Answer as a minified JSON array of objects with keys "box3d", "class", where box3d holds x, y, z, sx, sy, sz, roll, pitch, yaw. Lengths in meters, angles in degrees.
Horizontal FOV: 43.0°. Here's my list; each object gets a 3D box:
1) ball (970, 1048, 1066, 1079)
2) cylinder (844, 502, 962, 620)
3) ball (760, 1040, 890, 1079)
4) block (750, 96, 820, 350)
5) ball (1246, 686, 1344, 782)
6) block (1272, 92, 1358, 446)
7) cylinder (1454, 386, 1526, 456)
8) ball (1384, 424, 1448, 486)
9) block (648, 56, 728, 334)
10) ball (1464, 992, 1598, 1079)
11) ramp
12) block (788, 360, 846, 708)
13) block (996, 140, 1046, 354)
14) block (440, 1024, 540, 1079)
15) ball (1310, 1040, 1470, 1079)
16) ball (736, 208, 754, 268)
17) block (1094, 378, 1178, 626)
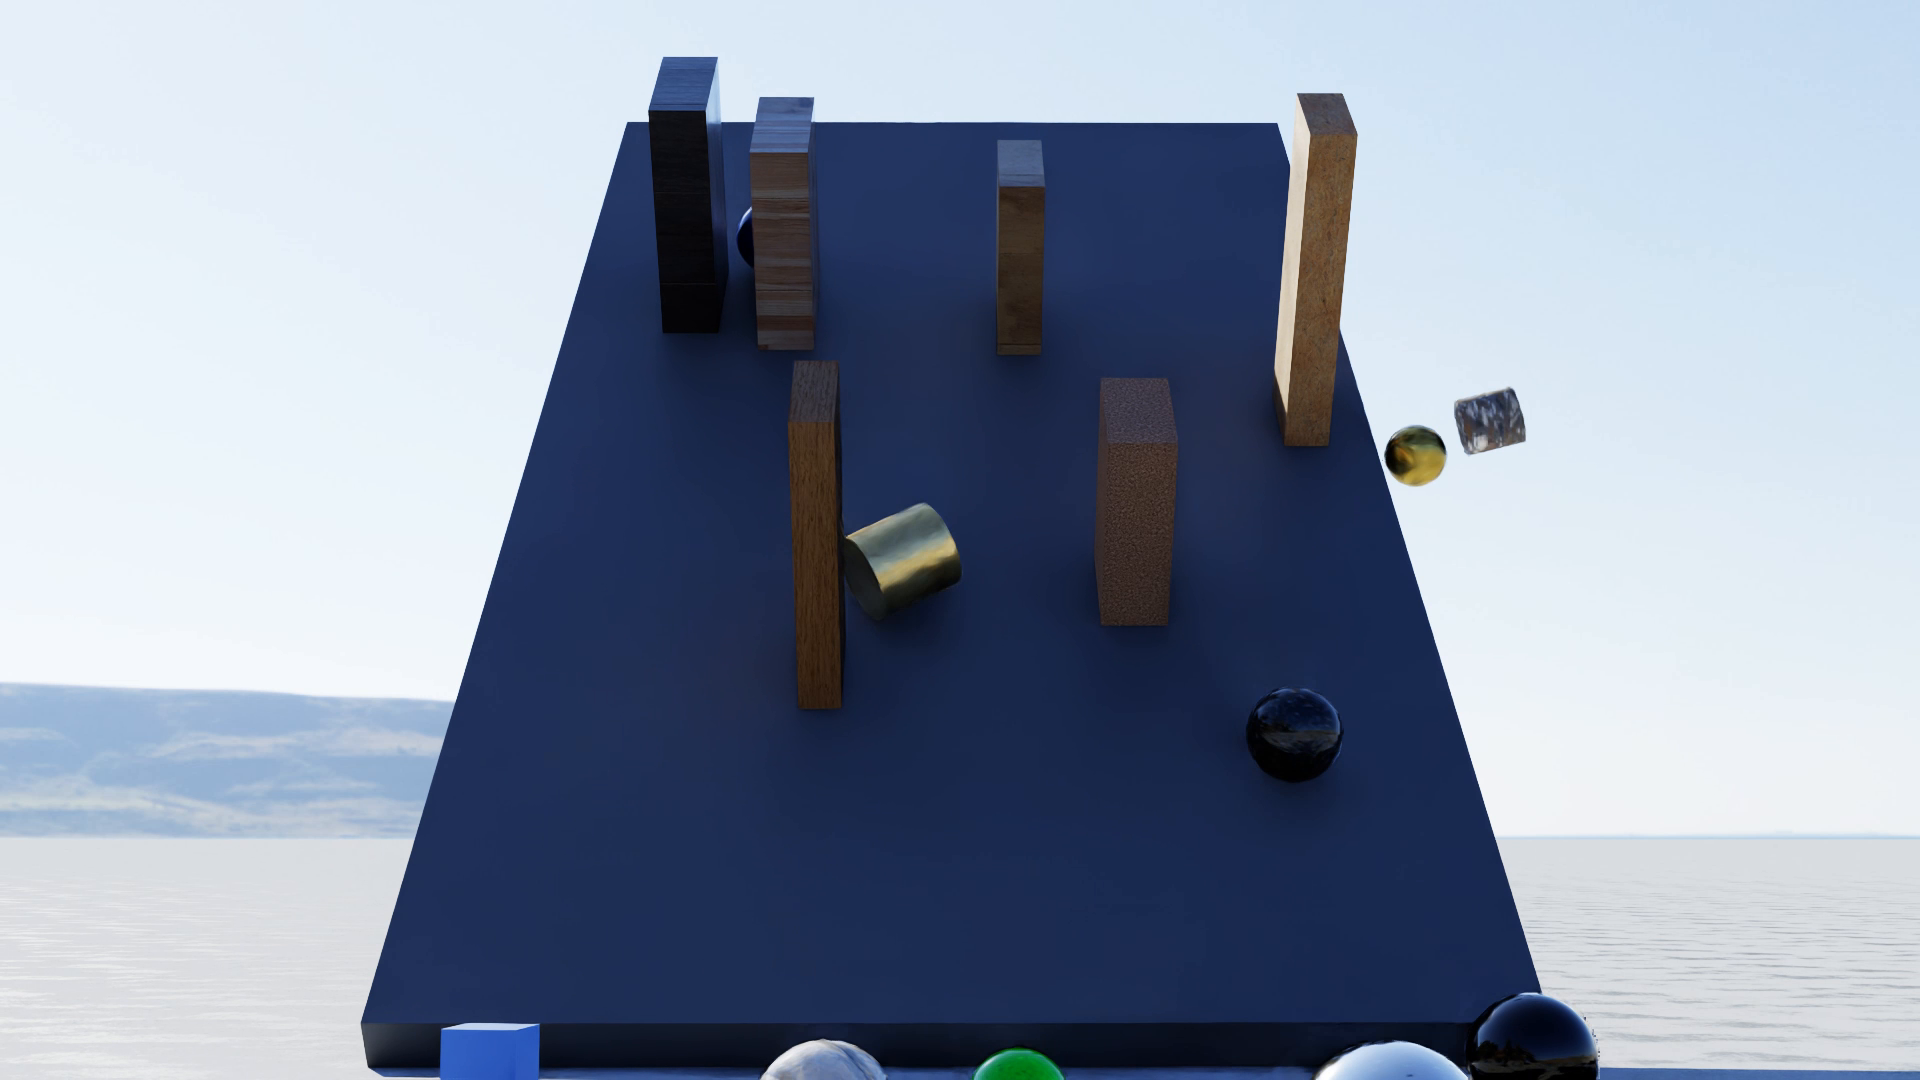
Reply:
[{"box3d":[0.072,0.697,3.036,0.130,0.130,0.130,0,-7,0],"class":"ball"},{"box3d":[-0.127,0.044,5.130,0.189,0.189,0.189,-25,3,-21],"class":"cylinder"},{"box3d":[-0.152,0.645,2.740,0.164,0.164,0.164,0,-7,0],"class":"ball"},{"box3d":[-0.442,-0.807,6.212,0.141,0.536,0.366,0,32,0],"class":"block"},{"box3d":[0.636,0.369,4.643,0.184,0.184,0.184,0,-7,0],"class":"ball"},{"box3d":[0.822,-0.623,5.681,0.105,0.787,0.246,0,32,0],"class":"block"},{"box3d":[1.256,-0.282,5.789,0.137,0.137,0.137,-14,-8,4],"class":"cylinder"},{"box3d":[1.075,-0.199,5.755,0.146,0.146,0.146,0,-7,0],"class":"ball"},{"box3d":[-0.693,-0.887,6.272,0.142,0.607,0.371,0,32,0],"class":"block"},{"box3d":[0.780,0.709,3.331,0.178,0.178,0.178,0,-7,0],"class":"ball"},{"box3d":[-0.015,-0.195,5.825,2.000,0.100,4.000,0,32,0],"class":"ramp"},{"box3d":[-0.278,-0.006,4.800,0.086,0.651,0.248,0,32,0],"class":"block"},{"box3d":[0.150,-0.741,6.181,0.111,0.460,0.293,0,32,0],"class":"block"},{"box3d":[-0.690,0.772,3.582,0.112,0.112,0.112,-1,-7,8],"class":"block"},{"box3d":[0.420,0.586,2.378,0.195,0.195,0.195,0,-7,0],"class":"ball"},{"box3d":[-0.500,-0.812,6.540,0.199,0.199,0.199,0,-7,0],"class":"ball"},{"box3d":[0.367,-0.081,5.129,0.141,0.439,0.281,0,32,0],"class":"block"}]
